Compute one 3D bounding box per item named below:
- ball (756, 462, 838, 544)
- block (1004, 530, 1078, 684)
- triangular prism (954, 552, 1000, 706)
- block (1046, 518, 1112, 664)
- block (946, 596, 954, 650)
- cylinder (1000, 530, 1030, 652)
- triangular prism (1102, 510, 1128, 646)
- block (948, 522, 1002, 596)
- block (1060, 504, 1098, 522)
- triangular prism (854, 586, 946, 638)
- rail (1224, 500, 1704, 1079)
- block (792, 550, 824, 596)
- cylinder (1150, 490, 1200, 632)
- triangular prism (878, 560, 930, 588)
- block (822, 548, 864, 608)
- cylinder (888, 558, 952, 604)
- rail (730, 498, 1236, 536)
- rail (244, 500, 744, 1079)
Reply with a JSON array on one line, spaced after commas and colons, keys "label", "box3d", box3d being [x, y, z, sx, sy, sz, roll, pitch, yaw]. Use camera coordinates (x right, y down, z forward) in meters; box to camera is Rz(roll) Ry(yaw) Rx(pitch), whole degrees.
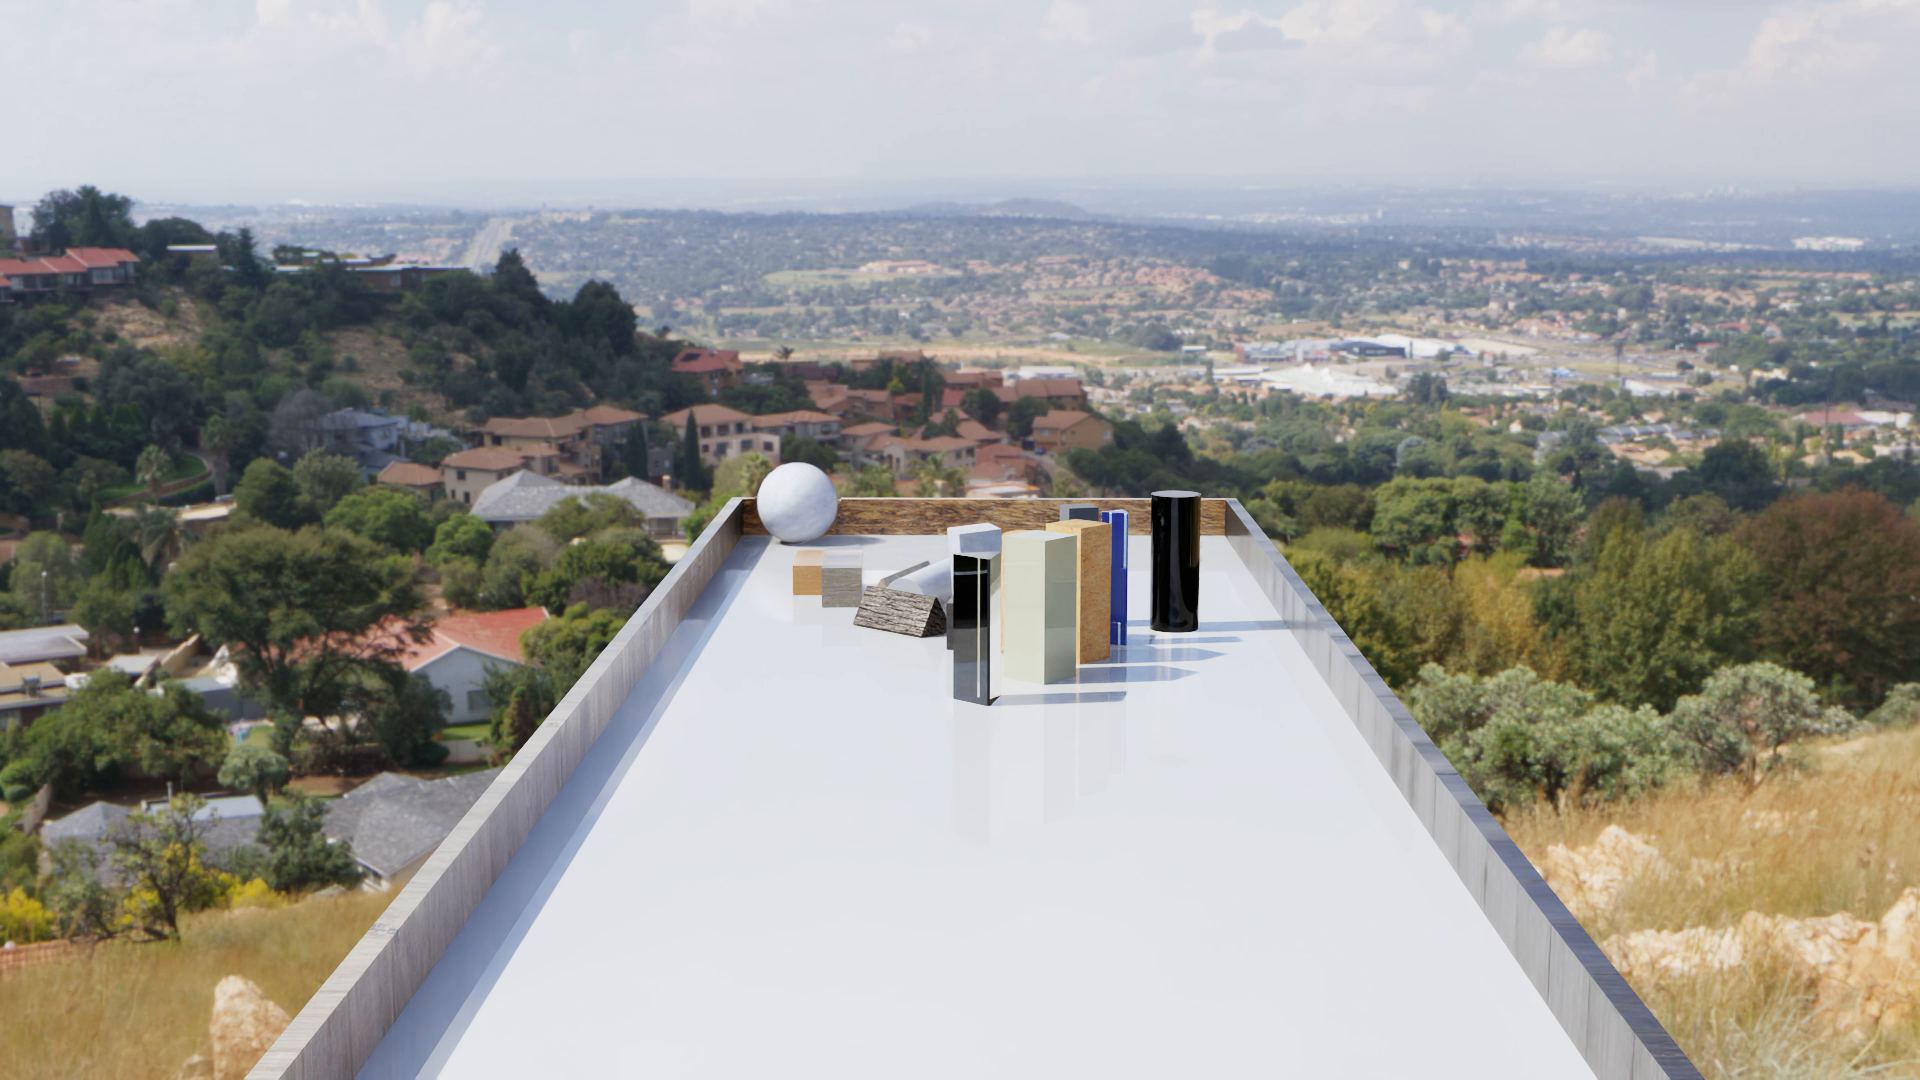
[{"label": "ball", "box3d": [-0.659, -0.152, 8.918, 0.328, 0.328, 0.328, 0, 9, 0]}, {"label": "block", "box3d": [0.235, 0.195, 6.435, 0.151, 0.421, 0.151, 8, 12, 40]}, {"label": "triangular prism", "box3d": [0.072, 0.243, 6.157, 0.137, 0.413, 0.118, 9, 12, 43]}, {"label": "block", "box3d": [0.360, 0.155, 6.701, 0.140, 0.416, 0.140, 9, 12, 44]}, {"label": "block", "box3d": [0.061, 0.242, 7.007, 0.149, 0.149, 0.371, 1, 9, 9]}, {"label": "cylinder", "box3d": [0.204, 0.162, 6.796, 0.161, 0.358, 0.161, 2, 14, -1]}, {"label": "triangular prism", "box3d": [0.499, 0.116, 6.936, 0.087, 0.420, 0.075, 4, 10, 24]}, {"label": "block", "box3d": [0.058, 0.113, 7.275, 0.143, 0.309, 0.143, -7, 11, -15]}, {"label": "block", "box3d": [0.389, 0.084, 7.213, 0.100, 0.396, 0.100, -2, 9, -15]}, {"label": "triangular prism", "box3d": [-0.190, 0.226, 7.173, 0.314, 0.121, 0.140, 8, 13, 43]}, {"label": "rail", "box3d": [1.046, 0.843, 3.208, 0.050, 0.150, 12.000, 0, 9, 1]}, {"label": "block", "box3d": [-0.541, 0.116, 7.936, 0.106, 0.106, 0.341, 0, 9, -1]}, {"label": "cylinder", "box3d": [0.700, 0.069, 7.159, 0.161, 0.443, 0.161, 0, 9, 0]}, {"label": "triangular prism", "box3d": [-0.190, 0.157, 7.635, 0.132, 0.114, 0.404, 4, 10, 21]}, {"label": "block", "box3d": [-0.413, 0.129, 7.759, 0.137, 0.137, 0.449, 0, 9, -2]}, {"label": "cylinder", "box3d": [-0.107, 0.163, 7.526, 0.142, 0.142, 0.455, 3, 10, 20]}, {"label": "rail", "box3d": [0.099, -0.098, 9.147, 2.100, 0.150, 0.050, 0, 9, 1]}, {"label": "rail", "box3d": [-1.004, 0.839, 3.234, 0.050, 0.150, 12.000, 0, 9, 1]}]
